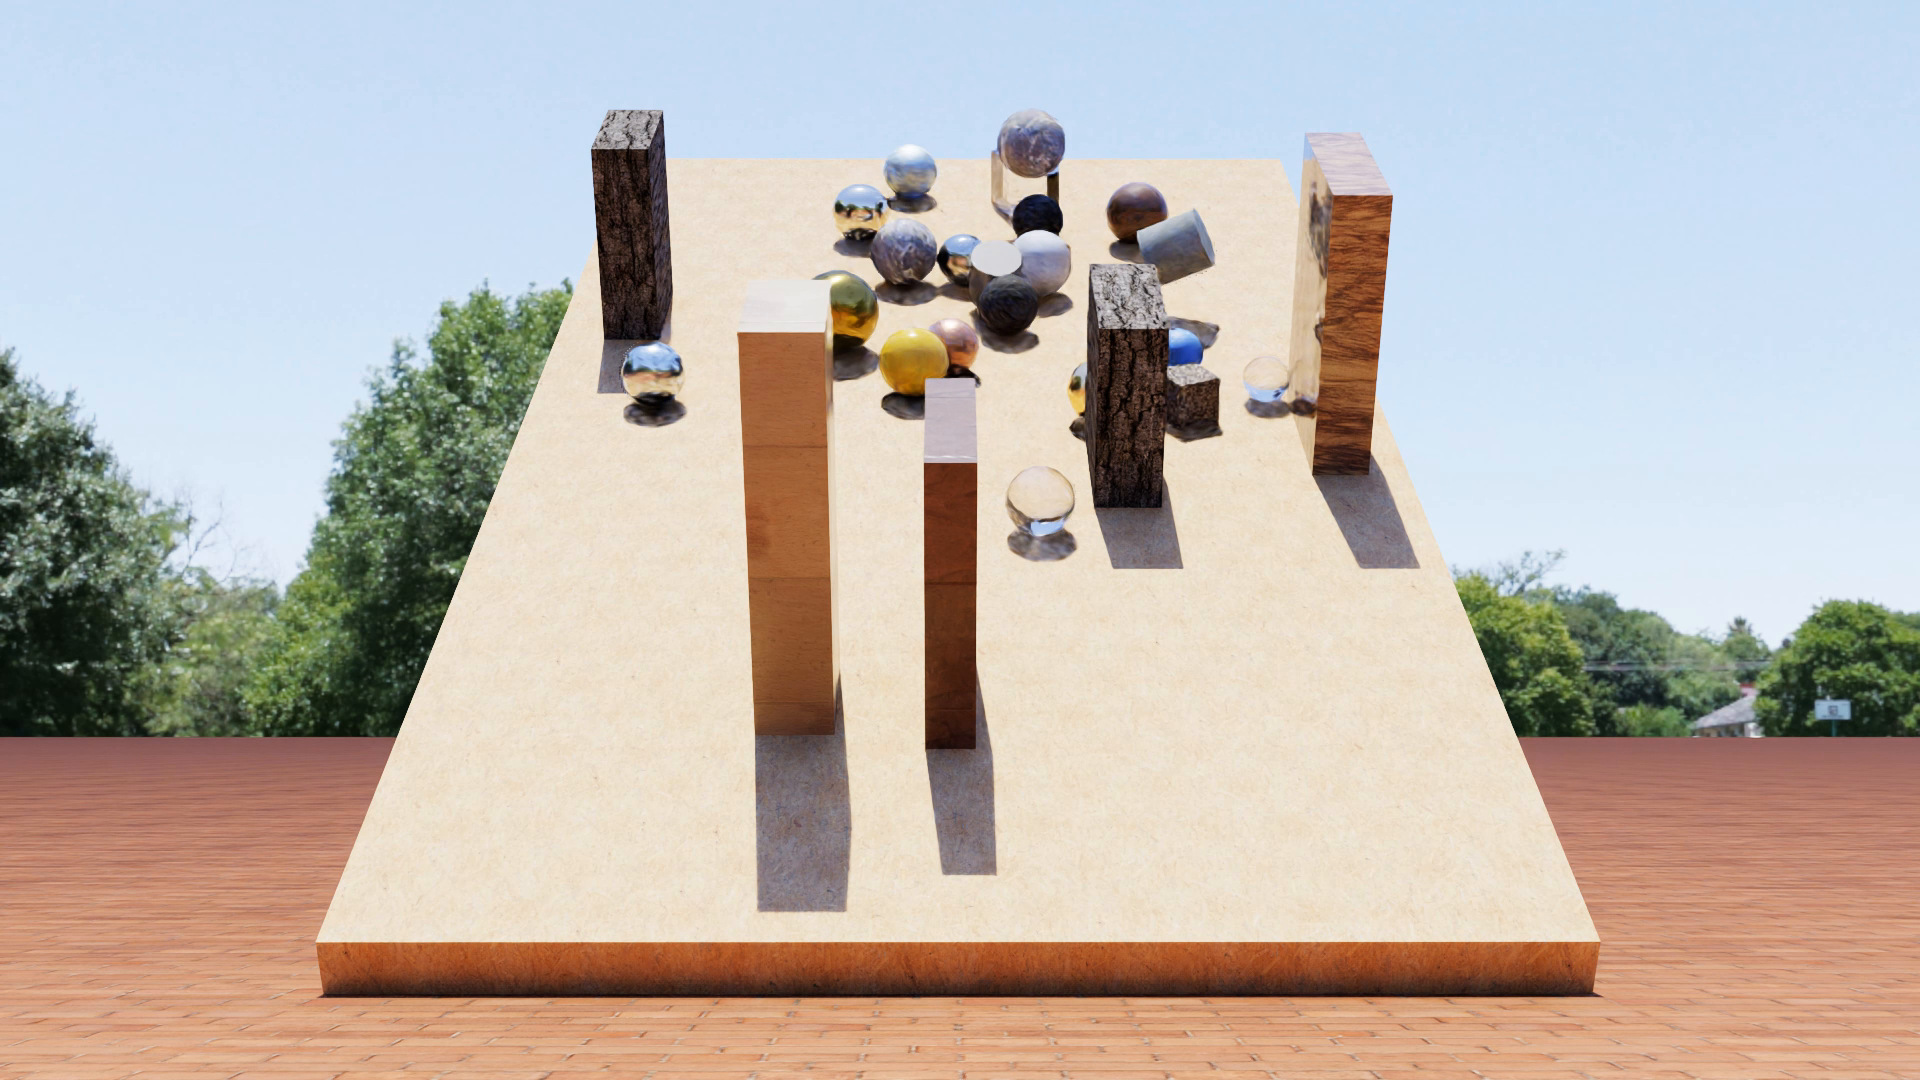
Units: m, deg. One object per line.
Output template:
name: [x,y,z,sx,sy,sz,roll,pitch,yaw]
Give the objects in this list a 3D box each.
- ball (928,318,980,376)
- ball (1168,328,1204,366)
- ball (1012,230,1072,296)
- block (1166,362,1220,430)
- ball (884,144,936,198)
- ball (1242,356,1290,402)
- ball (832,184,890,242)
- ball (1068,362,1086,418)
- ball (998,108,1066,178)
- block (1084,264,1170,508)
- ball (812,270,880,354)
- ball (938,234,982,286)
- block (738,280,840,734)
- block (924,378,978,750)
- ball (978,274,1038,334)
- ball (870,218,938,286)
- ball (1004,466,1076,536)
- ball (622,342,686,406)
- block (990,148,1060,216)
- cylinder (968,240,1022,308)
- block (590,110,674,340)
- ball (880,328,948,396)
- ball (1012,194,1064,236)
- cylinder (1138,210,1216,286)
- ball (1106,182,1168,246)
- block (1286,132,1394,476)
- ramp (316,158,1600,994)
ball: [-0.023,-0.465,5.700,0.138,0.138,0.138,0,-5,0]
ball: [0.513,-0.438,5.559,0.117,0.117,0.117,0,-5,0]
ball: [0.205,-0.722,6.174,0.173,0.173,0.173,0,-5,0]
block: [0.524,-0.334,5.474,0.109,0.109,0.109,-13,30,-25]
ball: [-0.145,-1.073,6.890,0.155,0.155,0.155,0,-5,0]
ball: [0.719,-0.379,5.560,0.111,0.111,0.111,0,-5,0]
ball: [-0.276,-0.908,6.557,0.159,0.159,0.159,0,-5,0]
ball: [0.321,-0.346,5.451,0.148,0.148,0.148,0,-5,0]
ball: [0.199,-1.099,6.565,0.191,0.191,0.191,0,-5,0]
block: [0.359,-0.341,5.151,0.145,0.411,0.393,0,27,0]
ball: [-0.301,-0.560,5.814,0.205,0.205,0.205,0,-5,0]
ball: [0.008,-0.741,6.251,0.137,0.137,0.137,0,-5,0]
block: [-0.295,-0.052,4.169,0.143,0.772,0.246,0,27,0]
block: [-0.017,0.040,4.227,0.090,0.558,0.361,0,27,0]
ball: [0.122,-0.590,5.938,0.150,0.150,0.150,0,-5,0]
ball: [-0.147,-0.761,6.247,0.176,0.176,0.176,0,-5,0]
ball: [0.167,-0.082,4.929,0.147,0.147,0.147,0,-5,0]
ball: [-0.716,-0.389,5.532,0.149,0.149,0.149,0,-5,0]
block: [0.187,-1.039,6.830,0.152,0.152,0.152,-9,28,-17]
cylinder: [0.090,-0.674,6.051,0.130,0.130,0.130,0,-40,-3]
block: [-0.822,-0.796,5.960,0.139,0.493,0.332,0,27,0]
ball: [-0.109,-0.420,5.580,0.164,0.164,0.164,0,-5,0]
ball: [0.214,-0.882,6.527,0.143,0.143,0.143,0,-5,0]
cylinder: [0.550,-0.741,6.010,0.153,0.153,0.153,-20,-11,17]
ball: [0.489,-0.901,6.533,0.173,0.173,0.173,0,-5,0]
block: [0.838,-0.530,5.271,0.125,0.644,0.443,0,27,0]
ramp: [-0.010,-0.227,5.492,2.000,0.100,4.000,0,27,0]
